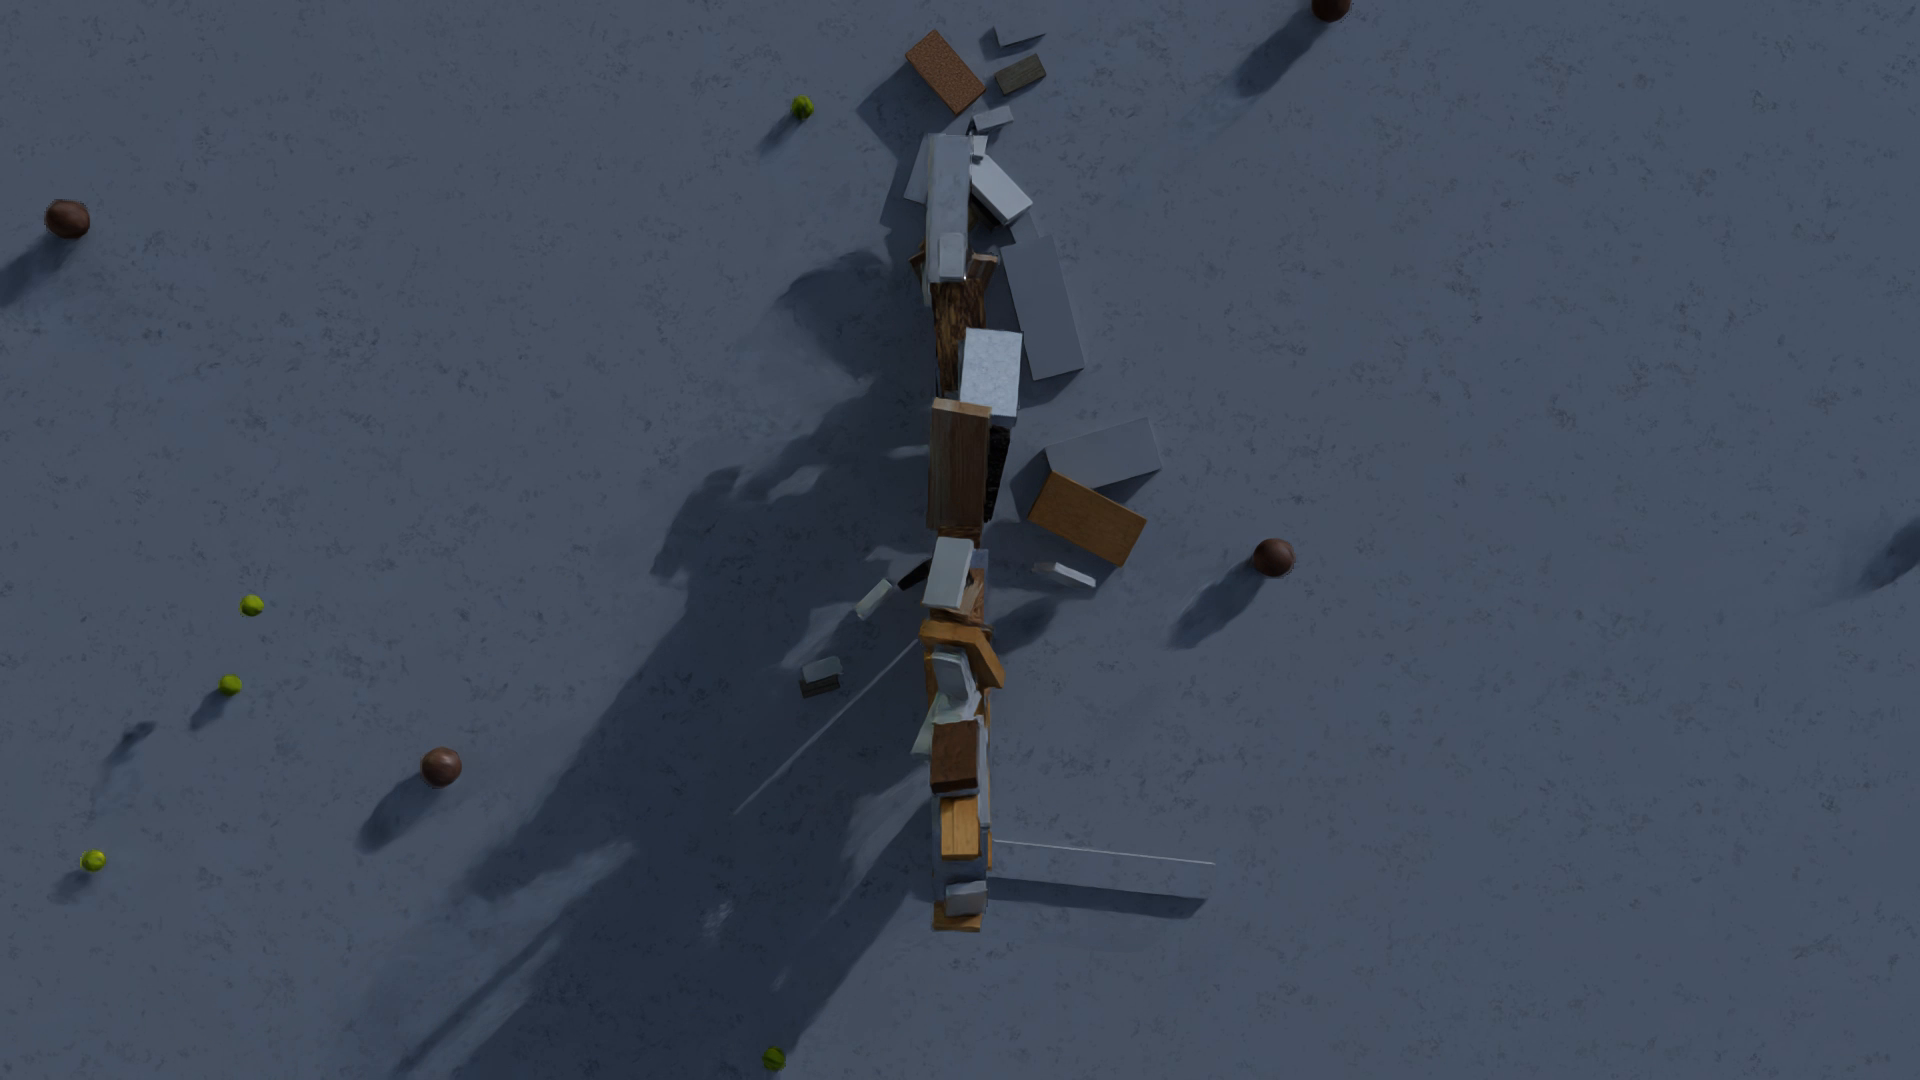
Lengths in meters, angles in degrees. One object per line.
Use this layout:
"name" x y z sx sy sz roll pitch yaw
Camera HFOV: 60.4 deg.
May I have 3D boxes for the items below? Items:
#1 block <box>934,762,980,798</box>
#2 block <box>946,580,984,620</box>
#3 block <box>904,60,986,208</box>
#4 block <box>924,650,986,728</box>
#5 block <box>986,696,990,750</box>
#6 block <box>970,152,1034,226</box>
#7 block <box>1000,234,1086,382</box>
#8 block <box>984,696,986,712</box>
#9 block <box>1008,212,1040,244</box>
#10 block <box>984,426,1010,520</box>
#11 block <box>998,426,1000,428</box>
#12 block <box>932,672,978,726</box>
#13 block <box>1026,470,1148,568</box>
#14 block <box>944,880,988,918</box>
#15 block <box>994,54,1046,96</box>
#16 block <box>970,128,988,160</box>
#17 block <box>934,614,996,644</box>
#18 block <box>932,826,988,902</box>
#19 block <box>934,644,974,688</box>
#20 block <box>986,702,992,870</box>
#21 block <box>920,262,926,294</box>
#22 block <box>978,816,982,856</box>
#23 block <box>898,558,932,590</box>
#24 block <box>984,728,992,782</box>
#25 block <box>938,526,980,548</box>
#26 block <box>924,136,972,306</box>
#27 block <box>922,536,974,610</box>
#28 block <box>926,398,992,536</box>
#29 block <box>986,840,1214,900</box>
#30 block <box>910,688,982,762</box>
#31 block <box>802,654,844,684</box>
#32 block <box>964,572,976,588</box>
"block" -0.009 0.631 4.537 0.122 0.278 0.035 -5 105 1
"block" 0.014 0.176 4.920 0.072 0.143 0.020 11 135 15
"block" -0.050 -1.348 5.482 0.130 0.037 0.491 18 90 0
"block" -0.012 0.478 4.897 0.166 0.047 0.348 -5 121 -1
"block" 0.013 0.548 5.234 0.154 0.044 0.309 -1 64 -2
"block" 0.106 -1.165 5.436 0.260 0.037 0.130 47 58 6
"block" 0.273 -0.767 5.463 0.178 0.050 0.450 -14 93 0
"block" -0.003 0.447 5.077 0.161 0.046 0.322 0 95 0
"block" 0.200 -1.055 5.489 0.078 0.022 0.157 -22 90 0
"block" 0.040 -0.210 5.080 0.172 0.049 0.344 6 135 -6
"block" 0.042 -0.302 5.052 0.130 0.037 0.261 6 135 -6
"block" -0.012 0.449 4.624 0.086 0.024 0.171 -2 51 28
"block" 0.417 -0.070 5.441 0.356 0.050 0.178 27 98 -7
"block" 0.016 1.083 4.973 0.118 0.236 0.033 -5 62 -5
"block" 0.200 -1.549 5.489 0.157 0.022 0.078 -26 90 0
"block" 0.055 -1.309 5.456 0.063 0.018 0.125 11 54 0
"block" 0.010 0.261 4.778 0.167 0.333 0.047 14 90 3
"block" 0.000 0.950 4.872 0.159 0.560 0.045 2 57 1
"block" -0.017 0.351 4.552 0.086 0.171 0.024 8 52 18
"block" 0.018 0.769 5.187 0.154 0.044 0.534 0 66 0
"block" -0.093 -0.853 5.428 0.063 0.018 0.125 -10 106 -20
"block" 0.006 0.800 4.450 0.097 0.194 0.028 -2 105 0
"block" -0.090 0.082 4.816 0.099 0.415 0.028 -39 88 12
"block" 0.008 0.646 4.889 0.159 0.318 0.045 -4 61 1
"block" -0.003 -0.007 5.076 0.127 0.018 0.063 1 102 -10
"block" -0.041 -1.036 5.375 0.131 0.037 0.545 -3 104 -22
"block" -0.031 0.090 4.483 0.099 0.028 0.198 4 68 23
"block" -0.005 -0.211 4.998 0.172 0.049 0.490 11 134 8
"block" 0.464 1.095 5.483 0.753 0.033 0.118 6 90 0
"block" -0.038 0.517 4.627 0.122 0.245 0.035 -1 133 27
"block" -0.456 0.431 5.477 0.127 0.018 0.063 -18 69 -1
"block" -0.009 0.112 4.961 0.072 0.143 0.020 -27 114 -5
